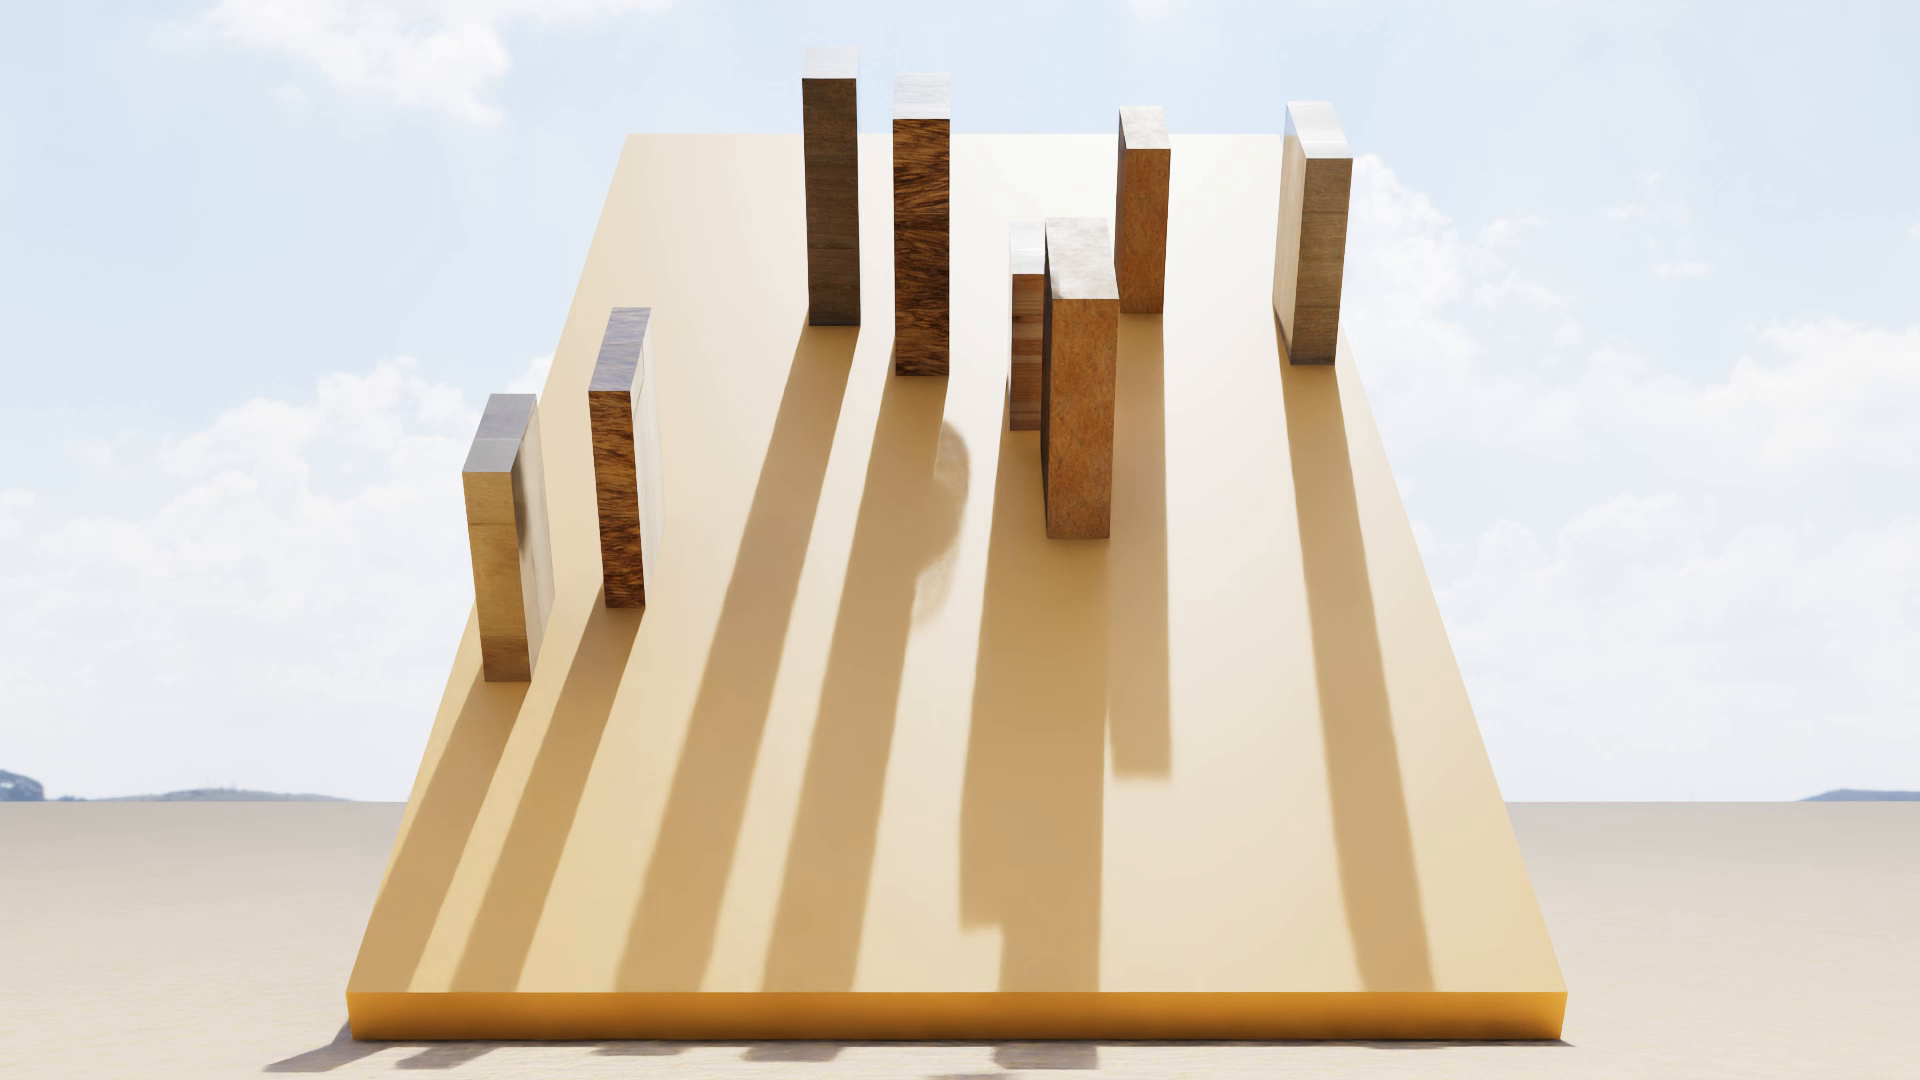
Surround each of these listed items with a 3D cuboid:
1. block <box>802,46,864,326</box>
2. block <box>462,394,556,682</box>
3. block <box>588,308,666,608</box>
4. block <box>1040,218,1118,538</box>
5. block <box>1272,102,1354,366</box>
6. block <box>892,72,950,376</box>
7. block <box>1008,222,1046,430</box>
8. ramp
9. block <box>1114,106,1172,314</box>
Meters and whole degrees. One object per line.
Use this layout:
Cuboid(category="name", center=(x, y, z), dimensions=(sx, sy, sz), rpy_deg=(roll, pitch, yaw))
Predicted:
Cuboid(category="block", center=(-0.320, -0.897, 6.137), dimensions=(0.133, 0.661, 0.245), rpy_deg=(0, 30, 0))
Cuboid(category="block", center=(-0.888, -0.007, 4.772), dimensions=(0.091, 0.468, 0.331), rpy_deg=(0, 30, 0))
Cuboid(category="block", center=(-0.691, -0.175, 5.035), dimensions=(0.083, 0.500, 0.398), rpy_deg=(0, 30, 0))
Cuboid(category="block", center=(0.257, -0.360, 5.296), dimensions=(0.136, 0.567, 0.441), rpy_deg=(0, 30, 0))
Cuboid(category="block", center=(0.877, -0.770, 6.039), dimensions=(0.112, 0.545, 0.396), rpy_deg=(0, 30, 0))
Cuboid(category="block", center=(-0.092, -0.773, 5.919), dimensions=(0.134, 0.664, 0.326), rpy_deg=(0, 30, 0))
Cuboid(category="block", center=(0.165, -0.510, 5.725), dimensions=(0.095, 0.401, 0.312), rpy_deg=(0, 30, 0))
Cuboid(category="ramp", center=(-0.013, -0.211, 5.707), dimensions=(2.000, 0.100, 4.000), rpy_deg=(0, 30, 0))
Cuboid(category="block", center=(0.473, -0.863, 6.292), dimensions=(0.111, 0.452, 0.314), rpy_deg=(0, 30, 0))
